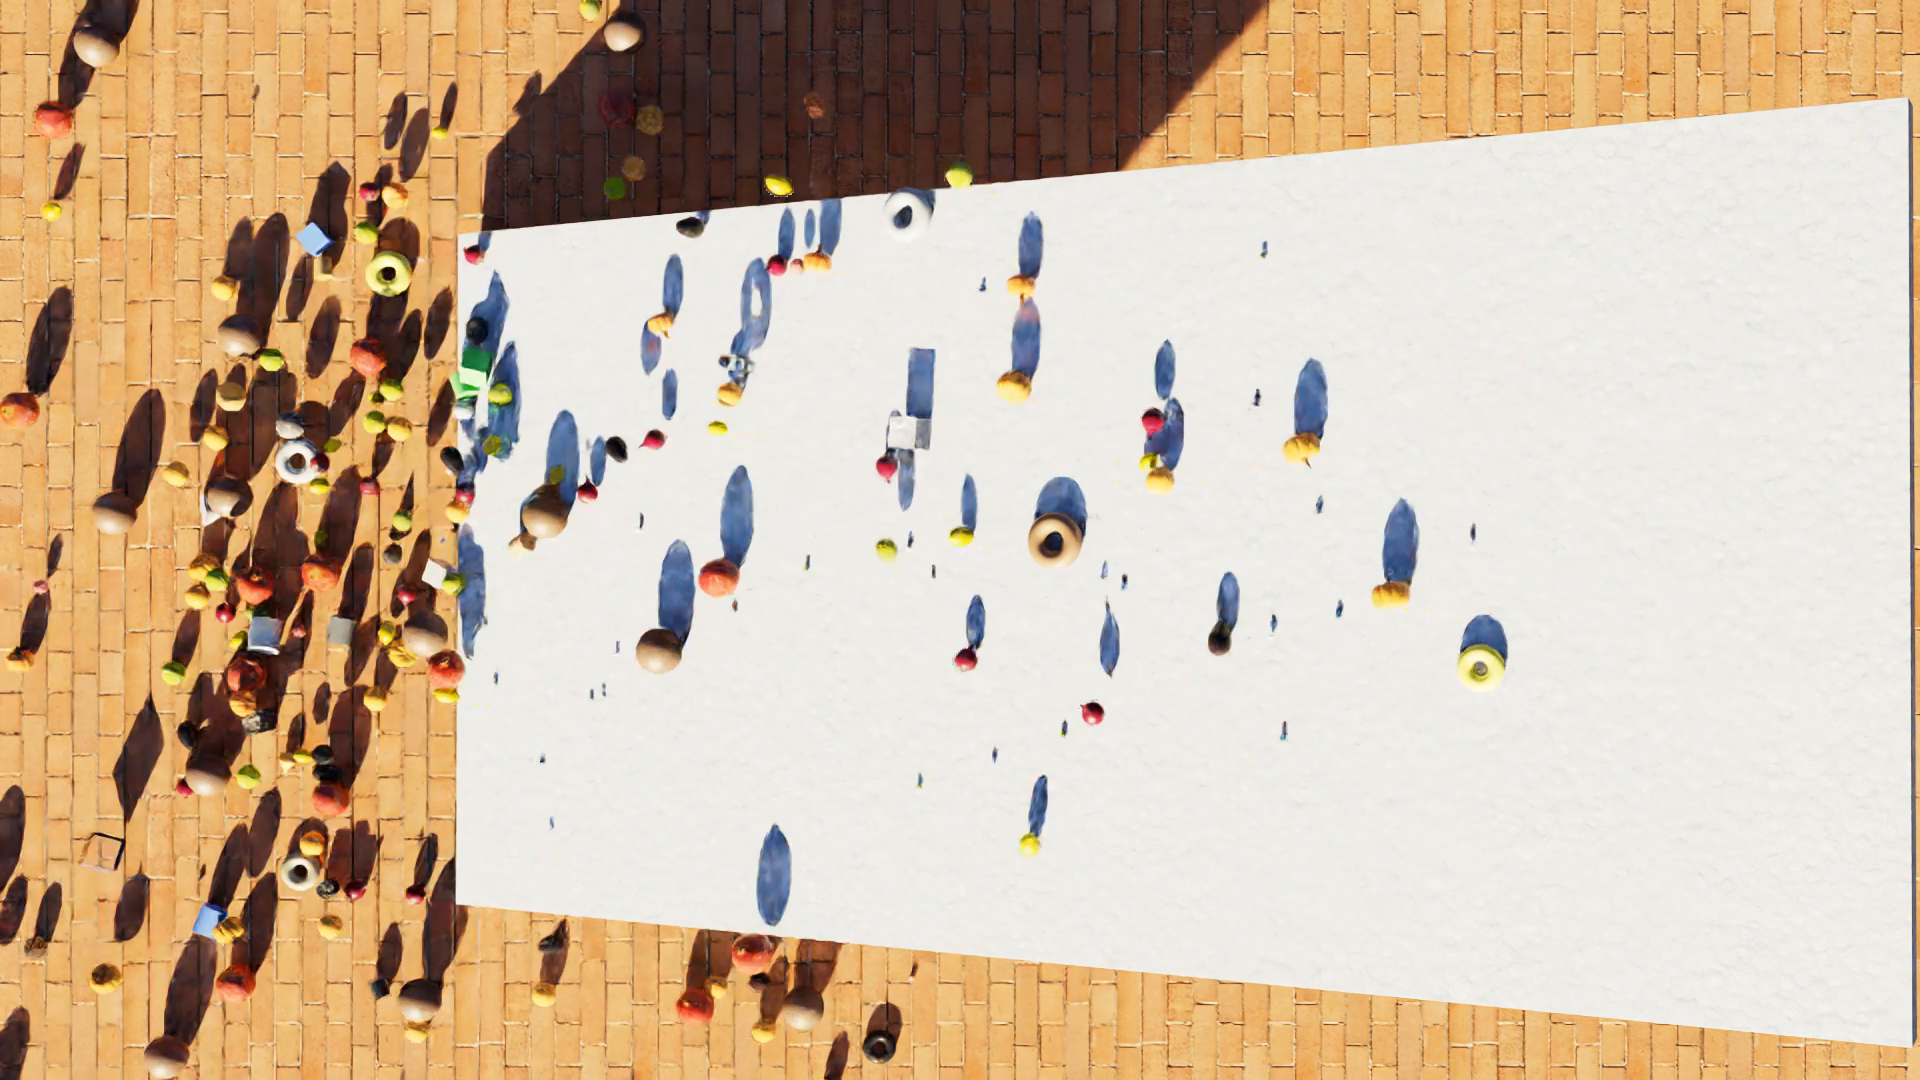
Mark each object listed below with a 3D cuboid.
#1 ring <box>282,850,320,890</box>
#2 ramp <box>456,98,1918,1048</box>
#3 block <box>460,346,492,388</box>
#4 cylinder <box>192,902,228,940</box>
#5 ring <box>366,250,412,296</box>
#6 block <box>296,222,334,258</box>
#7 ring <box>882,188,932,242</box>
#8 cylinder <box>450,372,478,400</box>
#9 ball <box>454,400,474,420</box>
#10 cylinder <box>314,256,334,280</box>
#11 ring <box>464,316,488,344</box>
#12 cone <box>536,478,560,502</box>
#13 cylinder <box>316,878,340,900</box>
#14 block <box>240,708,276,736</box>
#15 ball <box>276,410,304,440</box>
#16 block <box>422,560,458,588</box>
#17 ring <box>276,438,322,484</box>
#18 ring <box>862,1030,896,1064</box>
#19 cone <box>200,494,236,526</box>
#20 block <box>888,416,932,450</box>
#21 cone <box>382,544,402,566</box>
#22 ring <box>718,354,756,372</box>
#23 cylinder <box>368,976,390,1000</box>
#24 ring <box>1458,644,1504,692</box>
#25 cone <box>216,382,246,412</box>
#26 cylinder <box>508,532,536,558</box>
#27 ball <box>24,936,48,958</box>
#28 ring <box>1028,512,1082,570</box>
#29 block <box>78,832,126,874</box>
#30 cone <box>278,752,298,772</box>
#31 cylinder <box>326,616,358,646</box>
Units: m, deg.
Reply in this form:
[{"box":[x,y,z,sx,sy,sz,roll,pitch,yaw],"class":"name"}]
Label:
[{"box":[-1.985,0.996,6.623,0.120,0.040,0.120,0,91,0],"class":"ring"},{"box":[0.273,0.076,5.639,4.000,0.100,2.000,0,89,29],"class":"ramp"},{"box":[-1.419,-0.506,6.448,0.077,0.077,0.077,13,57,-4],"class":"block"},{"box":[-2.246,1.142,6.592,0.080,0.080,0.080,26,96,0],"class":"cylinder"},{"box":[-1.724,-0.804,6.637,0.138,0.046,0.138,0,88,-1],"class":"ring"},{"box":[-1.945,-0.905,6.627,0.069,0.069,0.069,-41,90,0],"class":"block"},{"box":[-0.140,-0.857,5.793,0.144,0.048,0.144,0,91,30],"class":"ring"},{"box":[-1.469,-0.458,6.513,0.066,0.066,0.066,-22,77,0],"class":"cylinder"},{"box":[-1.472,-0.385,6.519,0.059,0.059,0.059,0,89,0],"class":"ball"},{"box":[-1.918,-0.818,6.625,0.055,0.055,0.055,-8,82,0],"class":"cylinder"},{"box":[-1.432,-0.621,6.518,0.083,0.028,0.083,-1,88,30],"class":"ring"},{"box":[-1.208,-0.143,6.364,0.070,0.070,0.070,0,89,29],"class":"cone"},{"box":[-1.901,1.049,6.615,0.054,0.054,0.054,0,89,0],"class":"cylinder"},{"box":[-2.111,0.548,6.613,0.068,0.068,0.068,-14,89,0],"class":"block"},{"box":[-1.999,-0.343,6.561,0.085,0.085,0.085,0,89,0],"class":"ball"},{"box":[-1.549,0.100,6.554,0.065,0.065,0.065,27,102,27],"class":"block"},{"box":[-1.995,-0.239,6.631,0.139,0.046,0.139,0,90,0],"class":"ring"},{"box":[-0.242,1.525,6.620,0.102,0.034,0.102,0,88,0],"class":"ring"},{"box":[-2.231,-0.094,6.631,0.100,0.100,0.100,-6,89,-27],"class":"cone"},{"box":[-0.131,-0.281,5.763,0.080,0.080,0.080,6,93,29],"class":"block"},{"box":[-1.715,0.039,6.595,0.066,0.066,0.066,-1,83,8],"class":"cone"},{"box":[-0.607,-0.481,5.990,0.108,0.108,0.036,12,98,0],"class":"ring"},{"box":[-1.745,1.345,6.607,0.053,0.053,0.053,-20,93,0],"class":"cylinder"},{"box":[1.196,0.295,5.048,0.110,0.037,0.110,0,90,28],"class":"ring"},{"box":[-2.181,-0.419,6.546,0.091,0.091,0.091,-1,104,-6],"class":"cone"},{"box":[-1.277,0.016,6.403,0.059,0.059,0.059,-30,89,32],"class":"cylinder"},{"box":[-2.777,1.225,6.607,0.066,0.066,0.066,0,89,0],"class":"ball"},{"box":[0.241,0.003,5.573,0.150,0.050,0.150,-1,89,28],"class":"ring"},{"box":[-2.554,0.931,6.547,0.095,0.095,0.095,23,66,-28],"class":"block"},{"box":[-2.032,0.679,6.632,0.056,0.056,0.056,22,115,0],"class":"cone"},{"box":[-1.858,0.272,6.609,0.079,0.079,0.079,10,90,0],"class":"cylinder"}]
